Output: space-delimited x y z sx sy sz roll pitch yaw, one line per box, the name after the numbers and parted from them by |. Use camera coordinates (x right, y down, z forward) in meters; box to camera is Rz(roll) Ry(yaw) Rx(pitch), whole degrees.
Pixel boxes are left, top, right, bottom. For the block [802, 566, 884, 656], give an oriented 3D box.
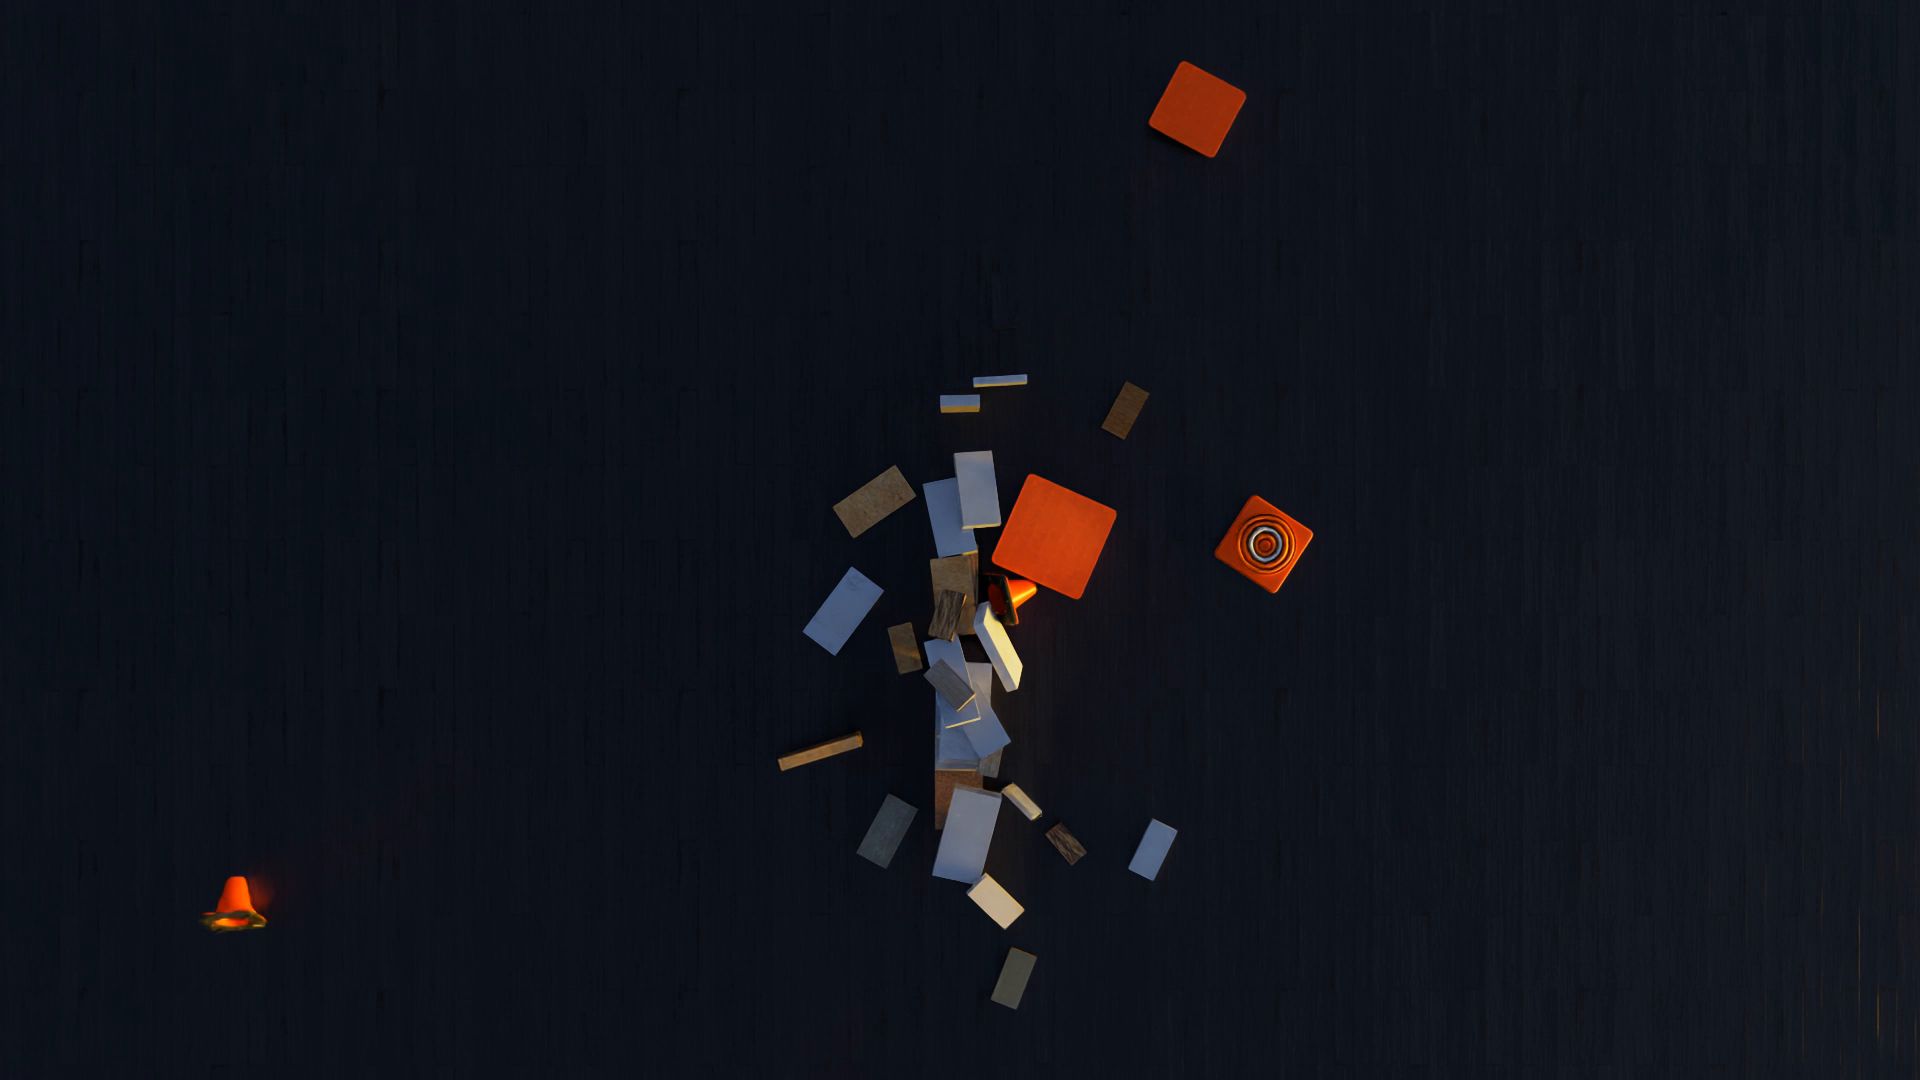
-0.387 0.236 5.481 0.135 0.038 0.271 37 90 0 | block

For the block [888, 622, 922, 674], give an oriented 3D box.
-0.183 0.360 5.489 0.080 0.023 0.160 -15 90 0 | block

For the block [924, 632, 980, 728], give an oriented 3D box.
-0.026 0.450 5.285 0.112 0.032 0.286 -16 73 2 | block

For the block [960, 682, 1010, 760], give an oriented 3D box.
0.059 0.578 5.290 0.113 0.032 0.225 -30 82 -2 | block

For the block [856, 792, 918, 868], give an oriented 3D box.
-0.241 0.965 5.484 0.113 0.032 0.225 28 90 0 | block

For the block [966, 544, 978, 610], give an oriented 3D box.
-0.005 0.144 5.428 0.129 0.037 0.258 0 73 0 | block

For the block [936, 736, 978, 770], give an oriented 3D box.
-0.001 0.599 5.441 0.159 0.045 0.318 0 77 0 | block

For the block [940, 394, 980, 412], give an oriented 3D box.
0.000 -0.444 5.374 0.126 0.252 0.036 -1 90 0 | block

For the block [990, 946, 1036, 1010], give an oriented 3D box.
0.178 1.457 5.487 0.092 0.026 0.185 22 90 0 | block

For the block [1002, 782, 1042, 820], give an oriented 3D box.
0.204 0.863 5.448 0.136 0.068 0.019 44 112 16 | block

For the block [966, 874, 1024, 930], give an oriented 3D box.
0.117 1.196 5.462 0.092 0.026 0.185 -44 106 0 | block

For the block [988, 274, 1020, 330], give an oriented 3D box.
0.146 -0.793 5.488 0.088 0.025 0.175 -4 90 0 | block

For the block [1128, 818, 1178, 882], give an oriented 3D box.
0.641 1.030 5.487 0.092 0.026 0.185 26 90 0 | block

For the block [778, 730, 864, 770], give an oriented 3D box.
-0.457 0.694 5.432 0.271 0.135 0.038 -17 90 0 | block

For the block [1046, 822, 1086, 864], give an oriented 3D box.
0.353 1.008 5.490 0.068 0.019 0.136 -40 90 0 | block

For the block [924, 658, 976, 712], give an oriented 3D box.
-0.033 0.462 5.254 0.080 0.023 0.160 -43 73 -6 | block

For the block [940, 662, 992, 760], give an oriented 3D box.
0.018 0.551 5.342 0.156 0.044 0.311 3 88 -2 | block

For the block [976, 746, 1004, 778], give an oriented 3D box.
0.098 0.692 5.308 0.068 0.019 0.136 11 88 -1 | block

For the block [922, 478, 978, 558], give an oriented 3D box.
-0.033 -0.072 5.448 0.129 0.037 0.258 -12 76 -3 | block

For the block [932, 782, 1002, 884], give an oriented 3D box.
0.022 0.970 5.435 0.159 0.045 0.318 13 104 -3 | block

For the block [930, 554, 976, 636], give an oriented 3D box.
-0.020 0.184 5.378 0.129 0.037 0.258 -6 74 -2 | block

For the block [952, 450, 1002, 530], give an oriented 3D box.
0.056 -0.166 5.441 0.126 0.036 0.252 -5 75 -10 | block

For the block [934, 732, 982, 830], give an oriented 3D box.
-0.003 0.798 5.477 0.159 0.045 0.318 0 90 0 | block

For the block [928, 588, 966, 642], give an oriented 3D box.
-0.042 0.242 5.323 0.080 0.023 0.160 14 73 13 | block

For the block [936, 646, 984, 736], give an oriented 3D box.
0.001 0.489 5.422 0.156 0.044 0.311 0 76 0 | block

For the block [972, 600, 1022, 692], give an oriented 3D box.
0.125 0.347 5.382 0.038 0.135 0.271 -18 115 19 | block

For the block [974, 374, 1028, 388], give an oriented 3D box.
0.132 -0.526 5.456 0.175 0.088 0.025 -3 90 0 | block

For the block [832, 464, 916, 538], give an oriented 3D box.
-0.284 -0.127 5.482 0.252 0.036 0.126 -34 90 0 | block

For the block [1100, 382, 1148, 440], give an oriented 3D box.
0.549 -0.430 5.488 0.088 0.025 0.176 28 90 0 | block

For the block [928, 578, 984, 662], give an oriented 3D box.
-0.014 0.271 5.432 0.156 0.044 0.311 -6 74 -2 | block
